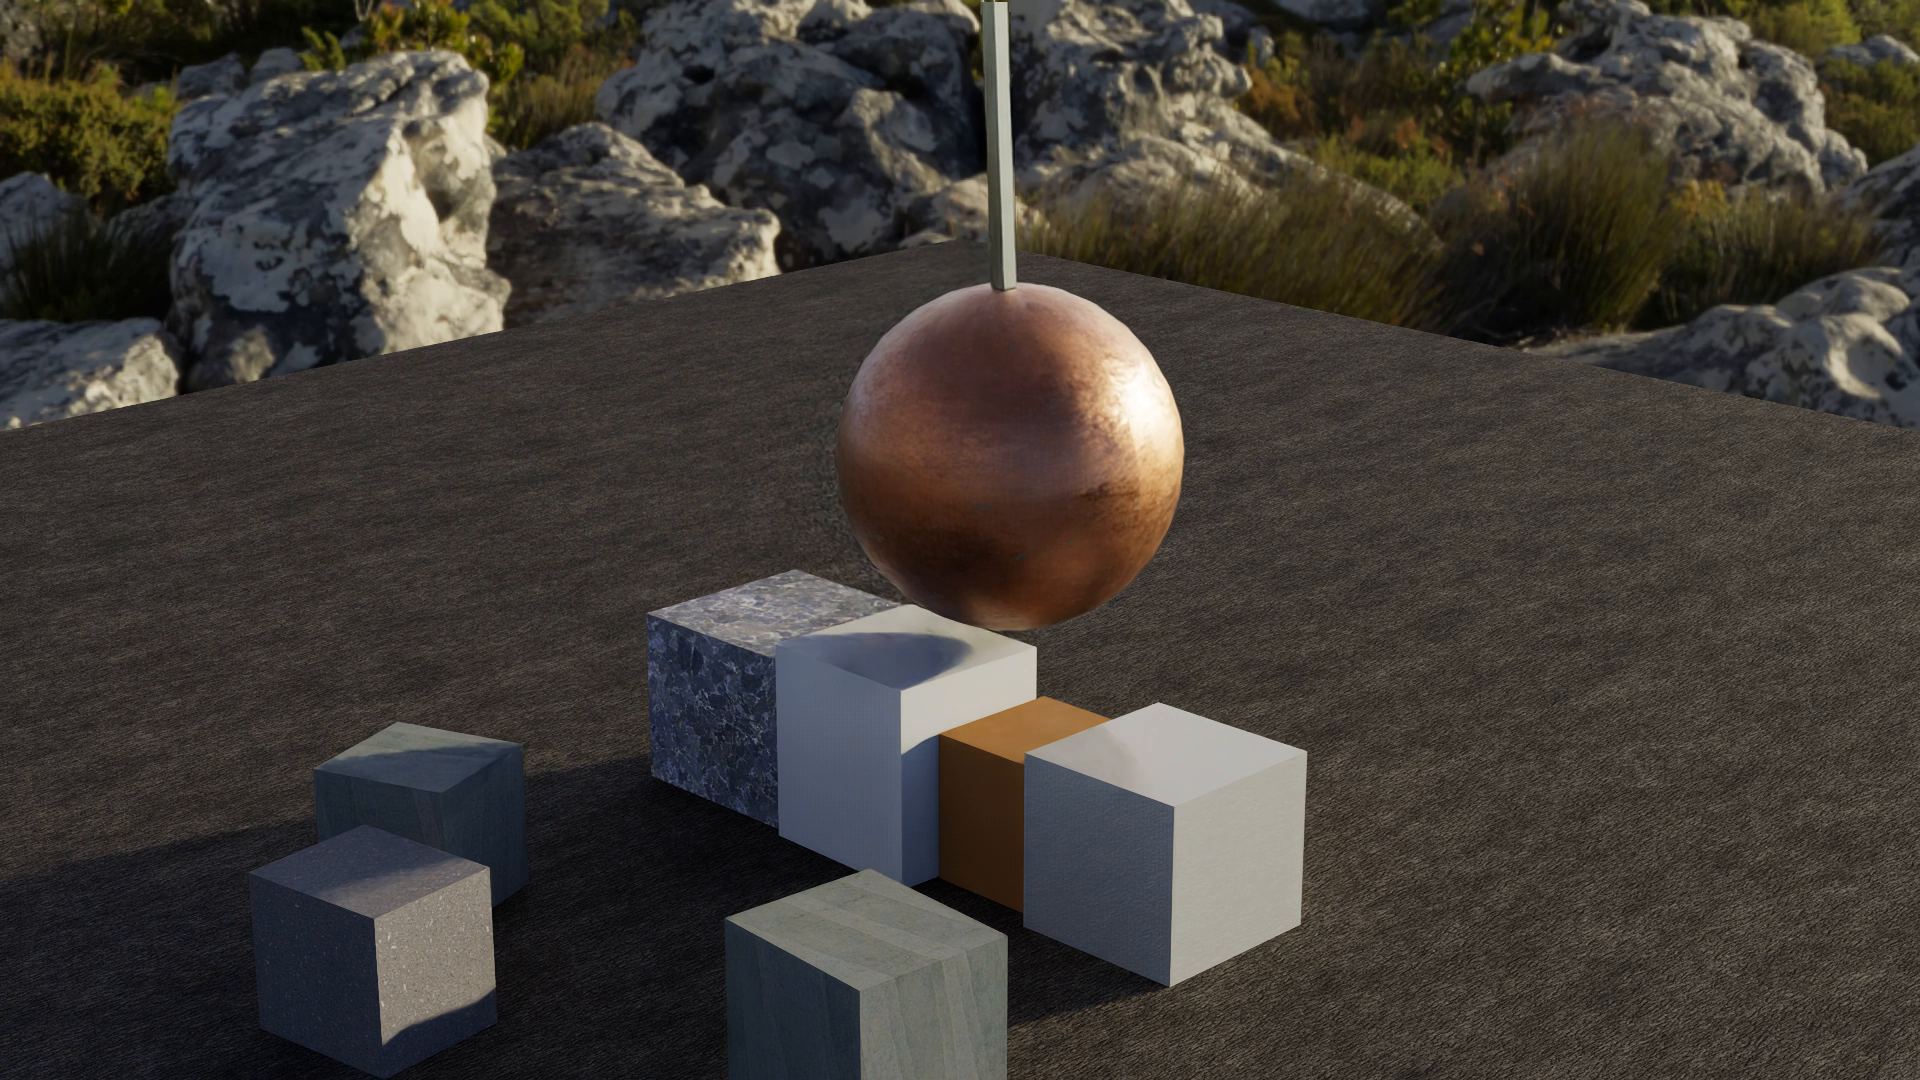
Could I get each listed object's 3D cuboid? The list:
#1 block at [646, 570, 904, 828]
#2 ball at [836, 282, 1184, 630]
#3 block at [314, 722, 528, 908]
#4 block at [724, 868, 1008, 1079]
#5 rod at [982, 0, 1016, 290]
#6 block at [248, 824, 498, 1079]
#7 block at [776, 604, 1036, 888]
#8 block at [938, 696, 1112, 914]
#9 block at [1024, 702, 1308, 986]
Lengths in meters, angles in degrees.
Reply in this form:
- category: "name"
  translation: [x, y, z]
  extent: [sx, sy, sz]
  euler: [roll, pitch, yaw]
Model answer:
- category: "block"
  translation: [-0.834, 0.769, 14.471]
  extent: [0.981, 0.856, 1.007]
  euler: [-17, 24, -42]
- category: "ball"
  translation: [0.228, -0.385, 13.460]
  extent: [1.600, 1.600, 1.600]
  euler: [0, 17, 0]
- category: "block"
  translation: [-2.404, 1.285, 13.124]
  extent: [0.672, 0.679, 0.636]
  euler: [8, 19, 23]
- category: "block"
  translation: [-0.365, 1.822, 11.377]
  extent: [0.724, 0.702, 0.835]
  euler: [-14, 23, -38]
- category: "rod"
  translation: [0.099, -3.585, 12.319]
  extent: [0.080, 5.200, 0.080]
  euler: [17, 27, 42]
- category: "block"
  translation: [-2.380, 1.659, 11.912]
  extent: [0.738, 0.693, 0.619]
  euler: [13, 21, 35]
- category: "block"
  translation: [-0.252, 0.948, 13.726]
  extent: [0.850, 0.962, 0.866]
  euler: [-16, 23, -41]
- category: "block"
  translation: [0.370, 1.204, 13.332]
  extent: [0.687, 0.708, 0.627]
  euler: [-17, 24, -42]
- category: "block"
  translation: [0.891, 1.309, 12.811]
  extent: [0.854, 0.820, 0.876]
  euler: [17, 24, 42]
